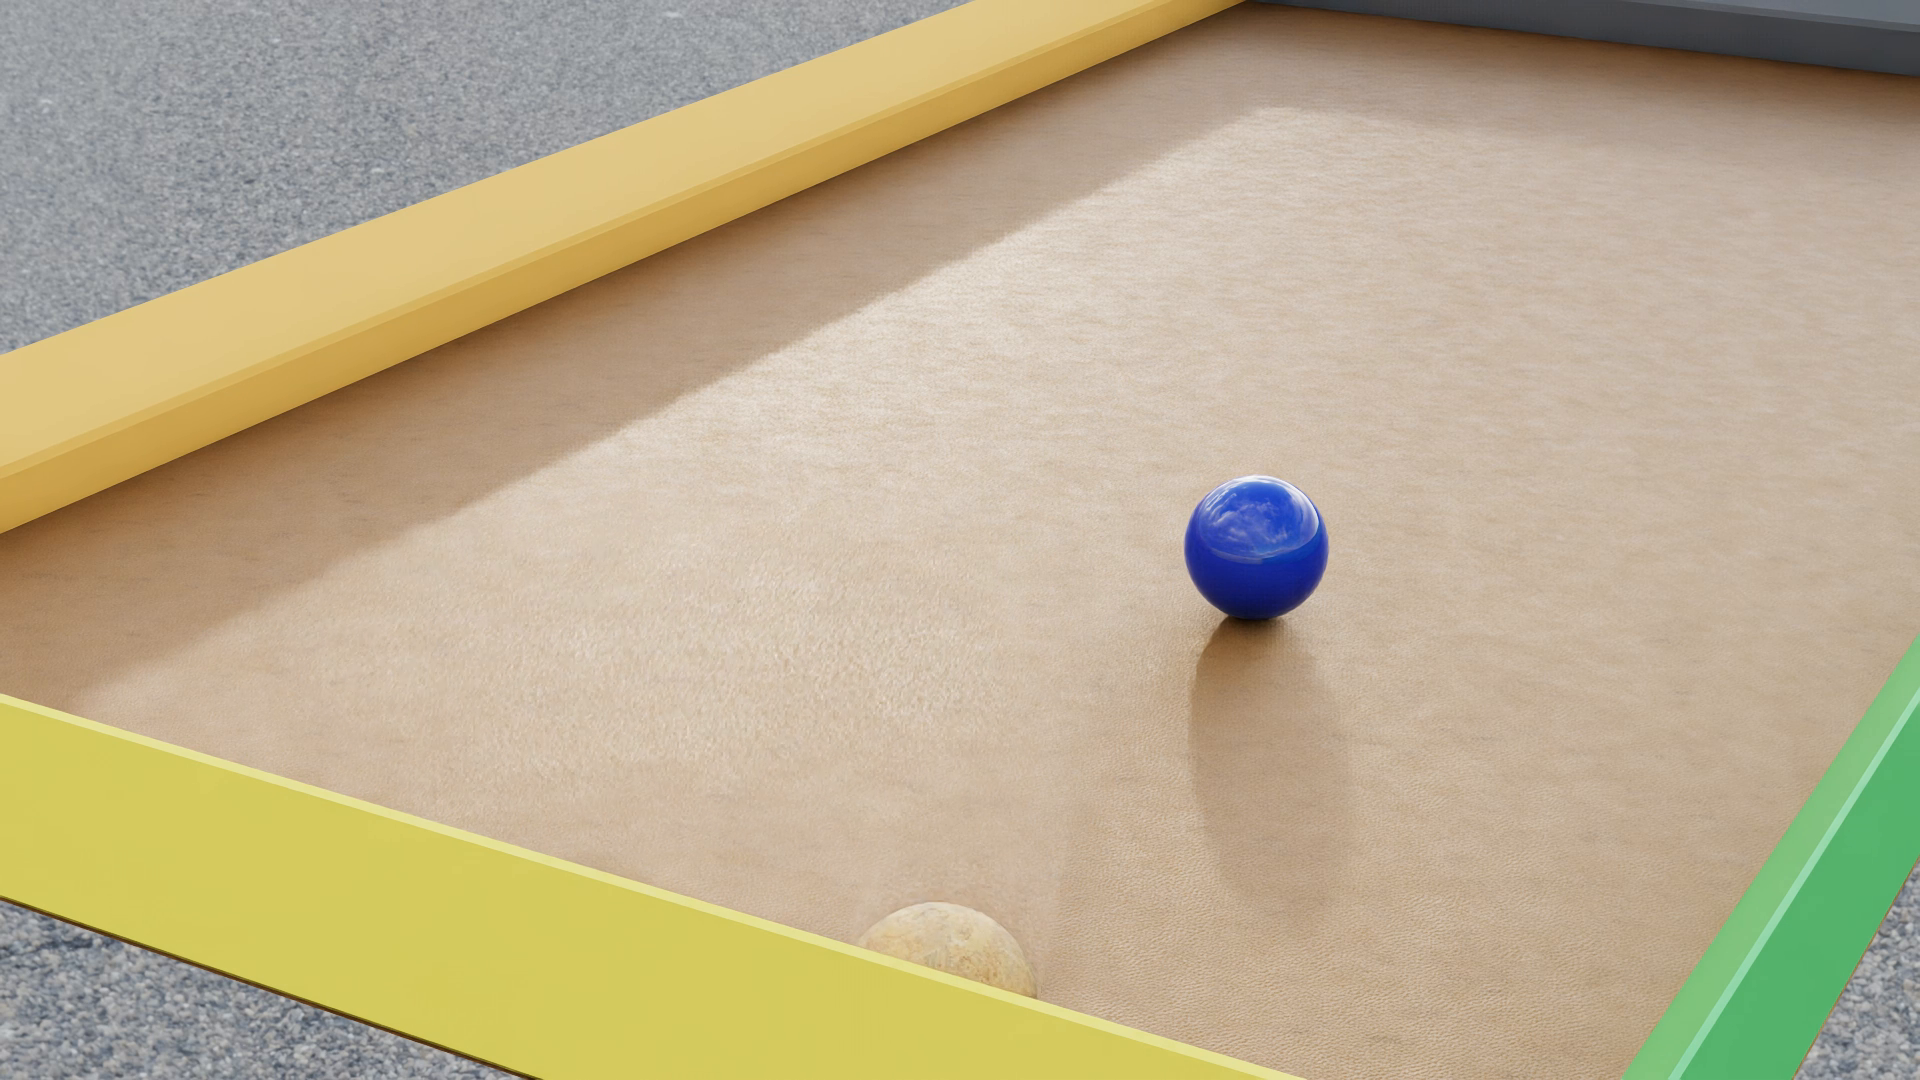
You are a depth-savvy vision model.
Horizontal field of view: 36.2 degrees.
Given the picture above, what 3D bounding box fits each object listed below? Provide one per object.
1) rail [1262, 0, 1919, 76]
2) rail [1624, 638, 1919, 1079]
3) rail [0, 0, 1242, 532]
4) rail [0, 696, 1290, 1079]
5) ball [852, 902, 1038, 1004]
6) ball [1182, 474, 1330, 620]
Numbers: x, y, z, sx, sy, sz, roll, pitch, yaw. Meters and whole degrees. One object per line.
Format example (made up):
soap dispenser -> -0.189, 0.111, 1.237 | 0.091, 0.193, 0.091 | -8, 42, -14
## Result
rail -> 0.947, -0.644, 3.551 | 1.339, 0.129, 0.045 | 12, 25, 27
rail -> 0.880, -0.111, 2.241 | 0.045, 0.129, 2.569 | 12, 25, 27
rail -> -0.240, -0.353, 2.836 | 0.045, 0.129, 2.569 | 12, 25, 27
rail -> -0.308, 0.180, 1.526 | 1.339, 0.129, 0.045 | 12, 25, 27
ball -> -0.011, 0.229, 1.450 | 0.100, 0.100, 0.100 | 0, 22, 0
ball -> 0.201, 0.005, 1.999 | 0.099, 0.099, 0.099 | 0, 22, 0
